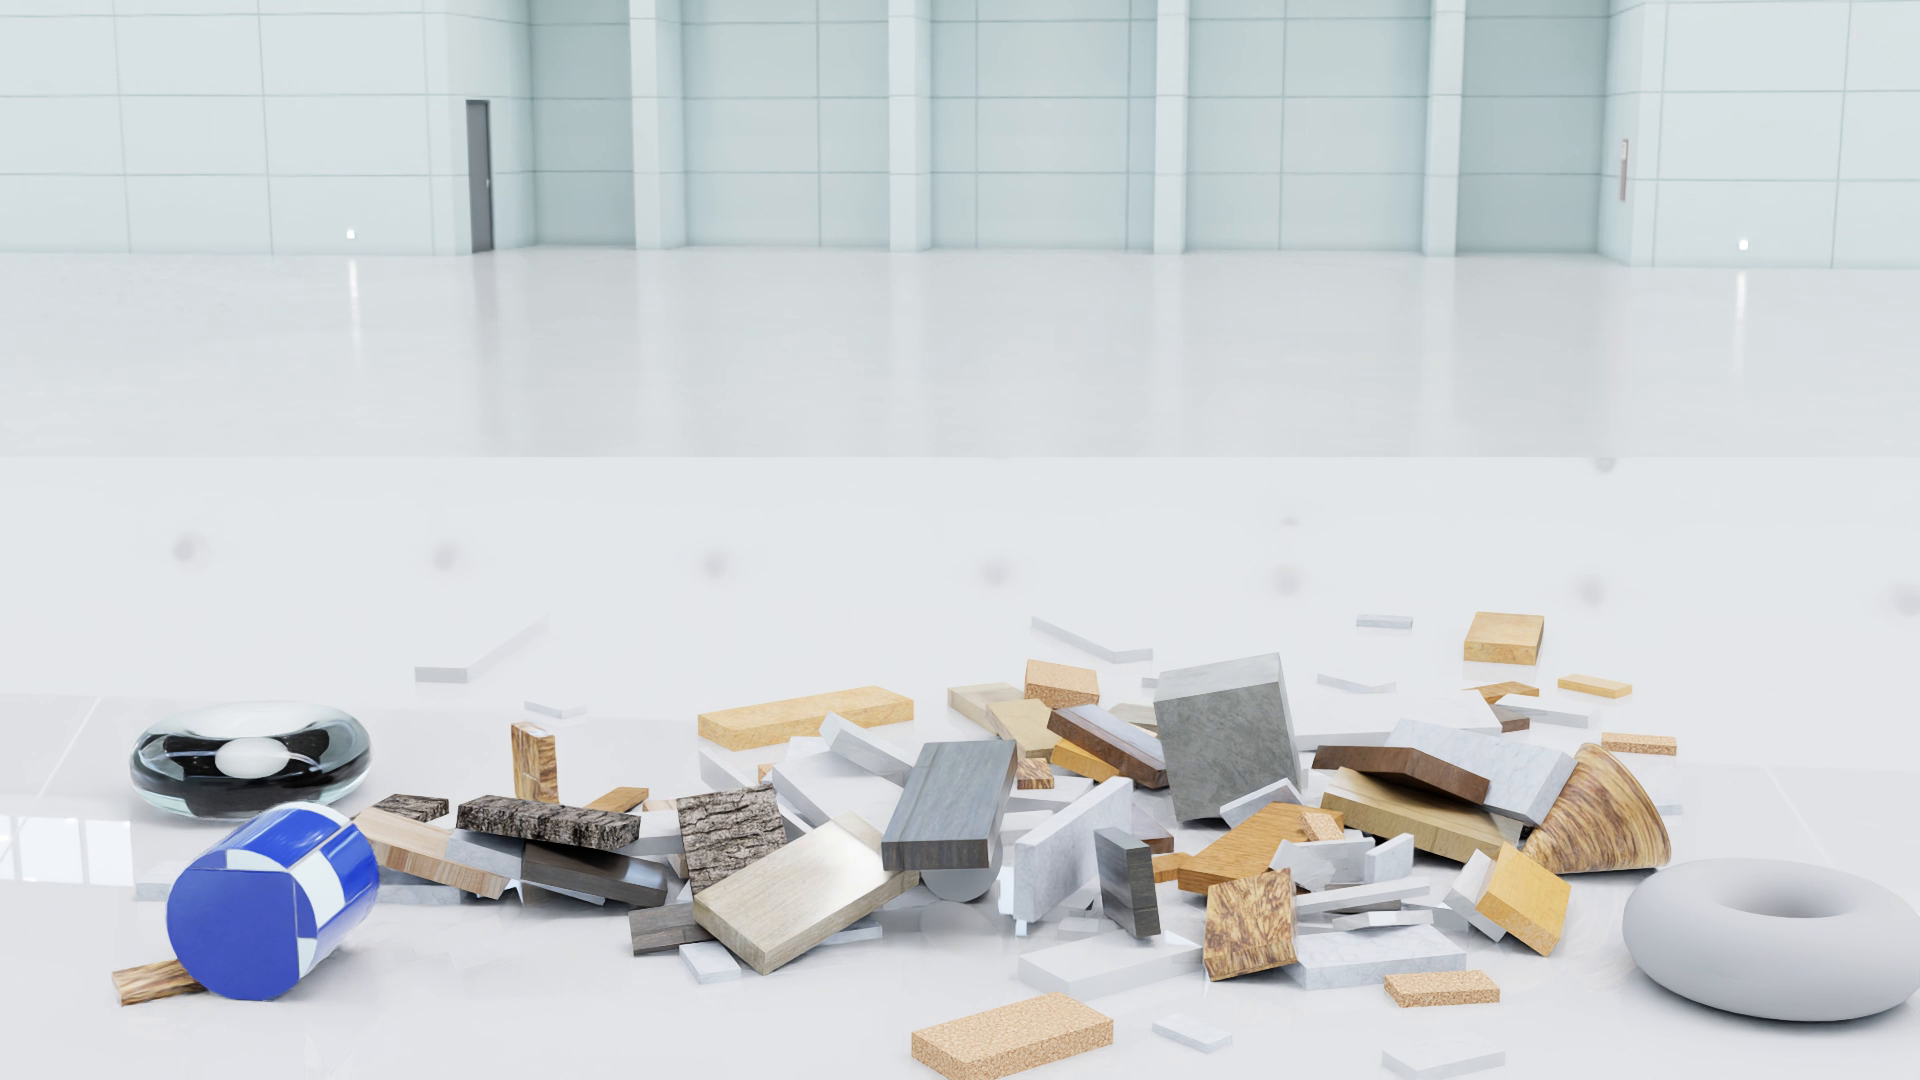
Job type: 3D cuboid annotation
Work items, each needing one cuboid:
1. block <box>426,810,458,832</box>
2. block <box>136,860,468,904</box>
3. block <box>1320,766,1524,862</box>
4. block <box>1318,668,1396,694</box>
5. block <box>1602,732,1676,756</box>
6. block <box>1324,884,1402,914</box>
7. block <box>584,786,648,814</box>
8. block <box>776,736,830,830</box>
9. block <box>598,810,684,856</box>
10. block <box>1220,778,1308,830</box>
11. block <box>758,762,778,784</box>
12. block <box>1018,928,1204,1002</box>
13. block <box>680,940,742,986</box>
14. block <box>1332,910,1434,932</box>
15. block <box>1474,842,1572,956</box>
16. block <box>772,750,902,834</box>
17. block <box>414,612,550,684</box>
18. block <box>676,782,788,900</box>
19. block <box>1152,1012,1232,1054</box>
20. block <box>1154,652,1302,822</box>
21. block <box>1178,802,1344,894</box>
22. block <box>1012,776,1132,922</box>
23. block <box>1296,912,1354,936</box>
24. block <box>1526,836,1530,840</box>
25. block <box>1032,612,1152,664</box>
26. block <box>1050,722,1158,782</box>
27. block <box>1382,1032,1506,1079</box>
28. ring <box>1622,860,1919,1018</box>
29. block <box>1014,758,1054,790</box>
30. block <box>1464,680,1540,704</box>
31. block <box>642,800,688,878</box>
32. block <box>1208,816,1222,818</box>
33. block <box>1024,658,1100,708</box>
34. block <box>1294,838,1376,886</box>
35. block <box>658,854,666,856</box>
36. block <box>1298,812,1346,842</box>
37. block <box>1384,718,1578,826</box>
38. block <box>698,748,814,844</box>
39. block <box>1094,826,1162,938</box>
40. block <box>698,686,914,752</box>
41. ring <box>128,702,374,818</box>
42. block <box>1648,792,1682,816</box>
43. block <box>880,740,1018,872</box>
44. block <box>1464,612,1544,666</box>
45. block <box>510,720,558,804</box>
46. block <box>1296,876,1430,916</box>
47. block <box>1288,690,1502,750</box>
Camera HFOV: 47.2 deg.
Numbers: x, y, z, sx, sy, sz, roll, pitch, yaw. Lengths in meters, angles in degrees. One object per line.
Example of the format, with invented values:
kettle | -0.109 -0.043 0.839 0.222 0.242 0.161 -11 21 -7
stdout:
block | -0.923 0.518 4.007 0.063 0.018 0.127 6 12 29
block | -1.089 0.572 3.678 0.536 0.032 0.113 0 11 1
block | 0.812 0.492 3.871 0.335 0.047 0.167 16 15 16
block | 0.907 0.326 5.029 0.082 0.023 0.164 -8 13 -38
block | 1.398 0.420 4.529 0.146 0.021 0.073 3 11 15
block | 0.647 0.582 3.537 0.121 0.017 0.061 -3 39 14
block | -0.647 0.492 4.075 0.059 0.017 0.270 2 5 10
block | -0.249 0.444 3.996 0.148 0.042 0.295 1 22 2
block | -0.533 0.502 3.762 0.234 0.033 0.117 -1 14 -21
block | 0.540 0.478 3.913 0.139 0.069 0.020 -28 24 26
block | -0.295 0.474 4.198 0.126 0.036 0.251 -4 11 -19
block | 0.227 0.637 3.316 0.254 0.036 0.127 -7 13 -33
block | -0.380 0.642 3.341 0.063 0.018 0.127 -4 11 -21
block | 0.660 0.595 3.427 0.149 0.021 0.075 6 -20 -38
block | 0.901 0.570 3.511 0.129 0.036 0.257 34 19 11
block | -0.186 0.463 3.837 0.148 0.042 0.341 -12 25 -29
block | -1.157 0.257 5.364 0.126 0.036 0.601 1 11 8
block | -0.365 0.521 3.610 0.165 0.047 0.330 -8 28 -9
block | 0.326 0.691 3.083 0.052 0.015 0.103 -10 14 -42
block | 0.498 0.362 4.074 0.228 0.228 0.228 -10 9 10
block | 0.512 0.523 3.715 0.134 0.038 0.348 5 16 34
block | 0.190 0.504 3.627 0.036 0.127 0.402 6 12 26
block | 0.555 0.612 3.497 0.146 0.019 0.067 2 11 10
block | 1.088 0.537 3.894 0.151 0.021 0.076 -5 12 -25
block | 0.324 0.241 5.467 0.105 0.030 0.446 -5 12 -24
block | 0.290 0.416 4.402 0.137 0.039 0.274 20 16 16
block | 0.659 0.705 2.994 0.149 0.021 0.075 -5 12 -25
ring | 1.213 0.590 3.279 0.434 0.145 0.434 0 9 0
block | 0.135 0.443 4.165 0.069 0.020 0.139 -1 11 -5
block | 1.207 0.345 4.922 0.164 0.023 0.082 -6 12 -30
block | -0.467 0.519 3.854 0.117 0.033 0.284 -1 14 -21
block | 0.479 0.495 4.061 0.121 0.017 0.060 -4 12 44
block | 0.223 0.323 4.856 0.157 0.044 0.314 10 7 1
block | 0.617 0.530 3.627 0.134 0.067 0.019 -4 9 -4
block | -0.499 0.542 3.877 0.122 0.017 0.061 7 13 34
block | 0.623 0.509 3.701 0.061 0.017 0.121 7 35 -30
block | 0.927 0.417 4.029 0.036 0.129 0.567 36 -9 -15
block | -0.320 0.487 3.821 0.017 0.061 0.642 -11 18 -27
block | 0.261 0.534 3.454 0.038 0.134 0.268 -7 0 -7
block | -0.326 0.378 4.690 0.440 0.044 0.157 -7 13 -34
ring | -1.353 0.416 4.203 0.448 0.149 0.448 1 9 0
block | 1.166 0.499 4.102 0.347 0.021 0.073 -1 11 -8
block | -0.009 0.433 3.655 0.165 0.047 0.555 -3 10 7
block | 1.343 0.241 5.421 0.167 0.047 0.353 3 11 17
block | -0.742 0.441 3.850 0.032 0.227 0.113 -9 14 -34
block | 0.569 0.575 3.495 0.351 0.015 0.052 -11 8 12
block | 0.878 0.375 4.585 0.477 0.039 0.137 -1 30 -10
